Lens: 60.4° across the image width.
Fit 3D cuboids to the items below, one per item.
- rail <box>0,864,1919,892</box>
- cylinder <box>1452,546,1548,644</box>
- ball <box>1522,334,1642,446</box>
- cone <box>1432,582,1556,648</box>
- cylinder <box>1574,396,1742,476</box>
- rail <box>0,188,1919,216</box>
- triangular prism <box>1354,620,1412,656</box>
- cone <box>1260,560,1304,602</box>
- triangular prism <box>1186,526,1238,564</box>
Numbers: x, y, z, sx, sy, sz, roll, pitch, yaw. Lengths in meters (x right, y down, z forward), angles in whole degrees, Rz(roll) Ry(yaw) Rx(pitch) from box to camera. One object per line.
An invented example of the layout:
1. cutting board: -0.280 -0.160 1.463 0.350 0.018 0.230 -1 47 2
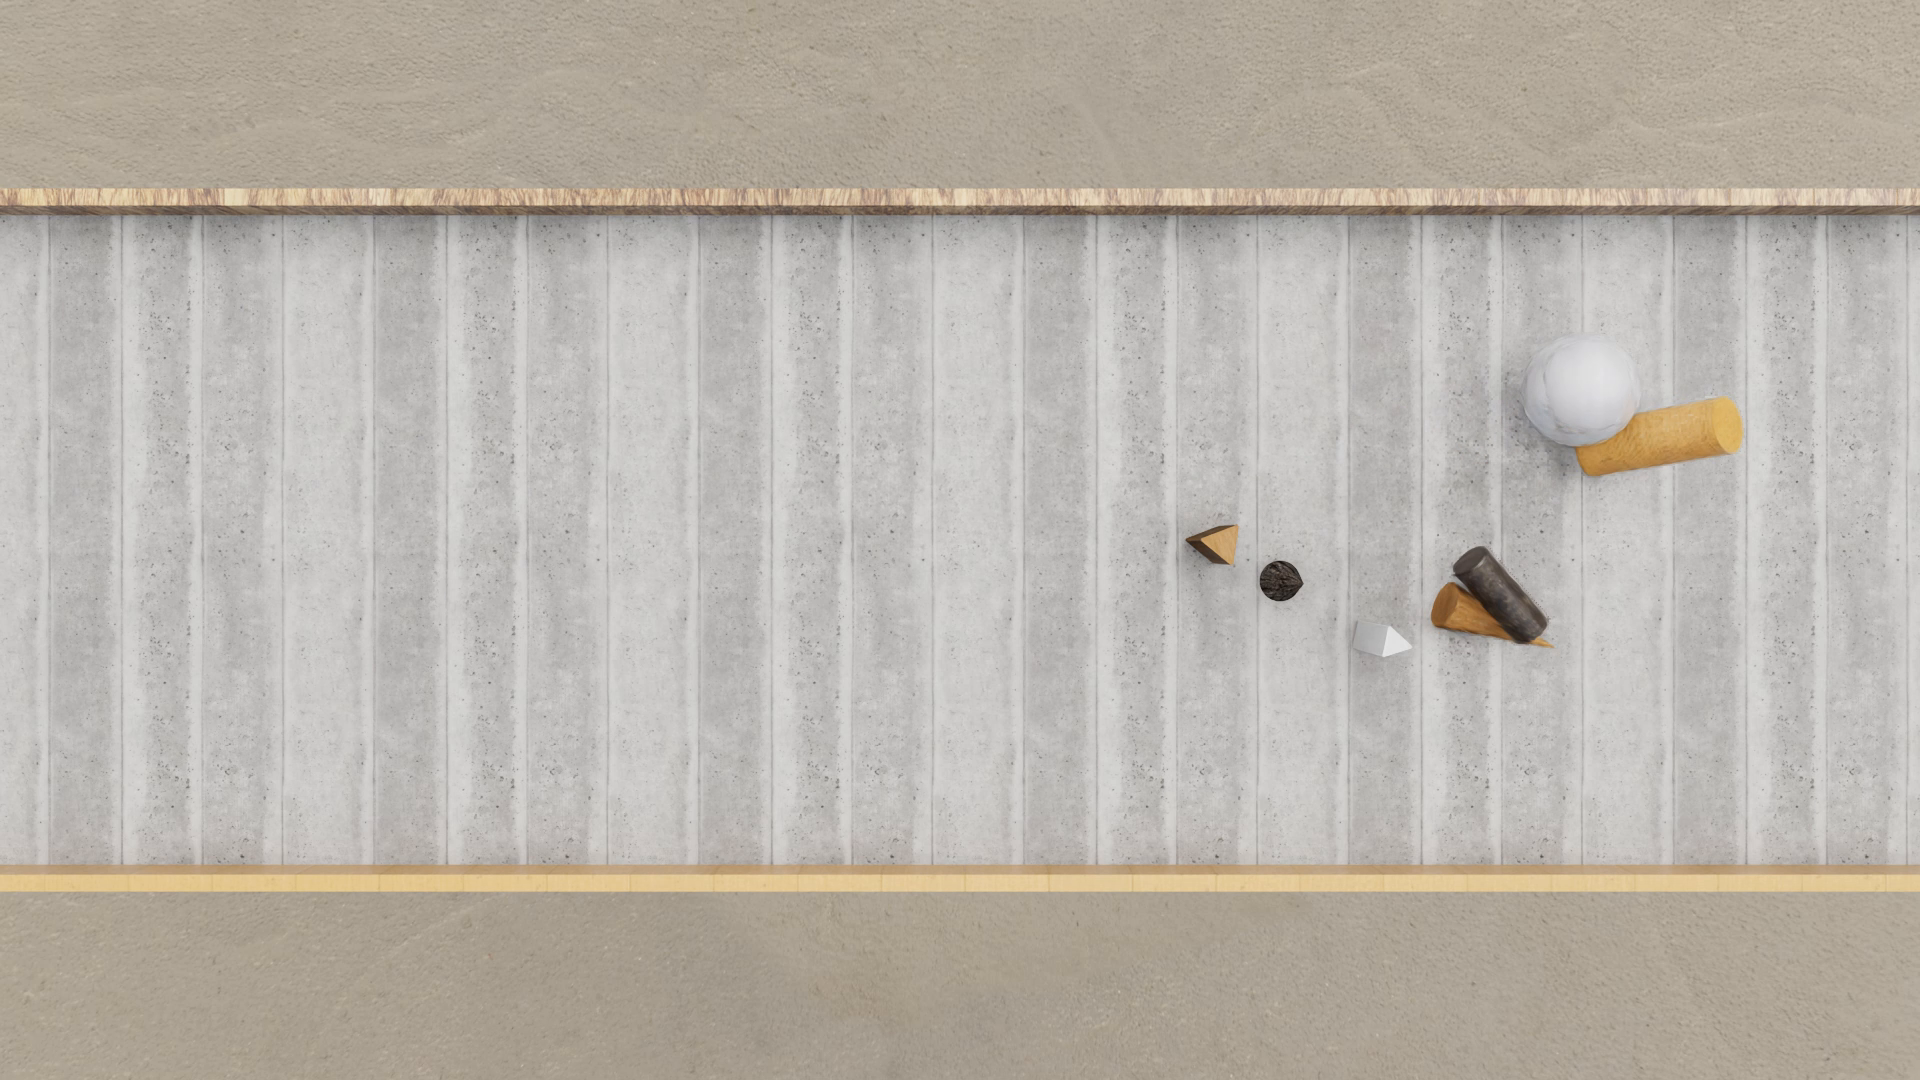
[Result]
1. rail: -2.247 1.025 5.001 12.000 0.150 0.050 0 90 0
2. cylinder: 1.614 0.166 4.926 0.118 0.118 0.303 -44 103 0
3. ball: 1.819 -0.439 4.835 0.329 0.329 0.329 0 90 0
4. cone: 1.655 0.265 5.041 0.398 0.144 0.144 21 90 -10
5. cylinder: 2.051 -0.301 4.857 0.164 0.430 0.164 7 78 -37
6. rail: -2.247 -1.025 5.002 12.000 0.150 0.050 0 90 0
7. triangular prism: 1.239 0.284 4.896 0.088 0.361 0.076 -18 90 0
8. cone: 0.985 0.126 4.900 0.126 0.353 0.126 0 90 0
9. triangular prism: 0.769 -0.004 4.910 0.115 0.332 0.100 39 90 0
